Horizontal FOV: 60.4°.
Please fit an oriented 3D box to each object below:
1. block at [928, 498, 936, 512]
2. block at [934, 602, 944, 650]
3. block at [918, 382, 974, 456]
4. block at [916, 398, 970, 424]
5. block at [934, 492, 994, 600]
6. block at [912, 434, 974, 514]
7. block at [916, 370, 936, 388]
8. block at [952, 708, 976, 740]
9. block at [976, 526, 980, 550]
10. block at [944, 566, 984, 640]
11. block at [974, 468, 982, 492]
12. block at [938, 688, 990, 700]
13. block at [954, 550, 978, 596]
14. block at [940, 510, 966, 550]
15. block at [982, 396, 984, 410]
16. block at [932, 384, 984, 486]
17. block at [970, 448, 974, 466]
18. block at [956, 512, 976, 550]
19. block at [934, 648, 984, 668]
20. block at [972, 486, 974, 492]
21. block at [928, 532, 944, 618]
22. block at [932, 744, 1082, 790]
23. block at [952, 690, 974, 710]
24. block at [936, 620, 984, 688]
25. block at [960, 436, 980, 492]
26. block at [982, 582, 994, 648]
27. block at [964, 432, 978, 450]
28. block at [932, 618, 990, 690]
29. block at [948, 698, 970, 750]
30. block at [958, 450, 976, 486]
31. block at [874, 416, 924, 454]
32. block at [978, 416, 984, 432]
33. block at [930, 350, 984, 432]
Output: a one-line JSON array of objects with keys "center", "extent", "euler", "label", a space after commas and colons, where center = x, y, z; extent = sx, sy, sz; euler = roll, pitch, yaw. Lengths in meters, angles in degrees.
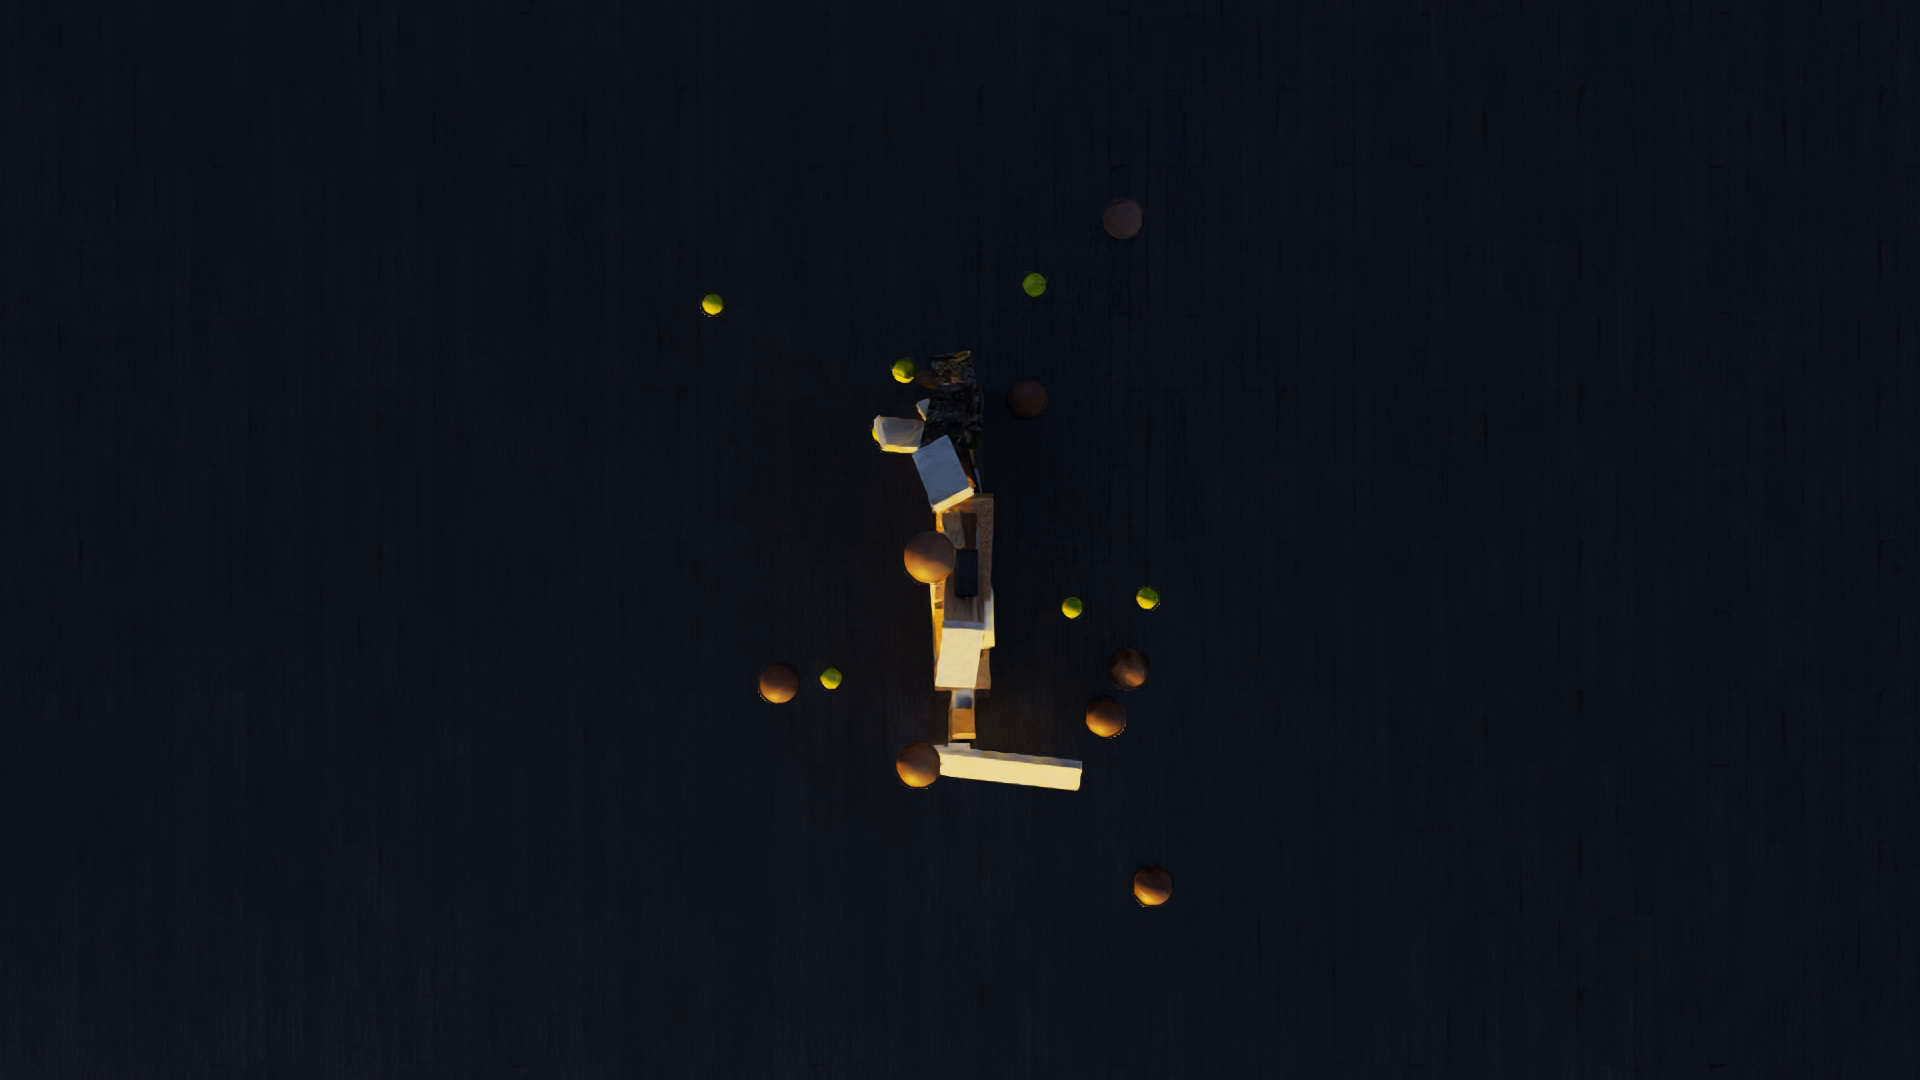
[{"center": [-0.023, -0.121, 4.768], "extent": [0.131, 0.263, 0.037], "euler": [-20, 91, -1], "label": "block"}, {"center": [-0.012, 0.259, 4.540], "extent": [0.107, 0.030, 0.214], "euler": [-3, 129, 0], "label": "block"}, {"center": [-0.036, -0.319, 4.395], "extent": [0.106, 0.279, 0.030], "euler": [-5, 131, 14], "label": "block"}, {"center": [-0.048, -0.351, 4.563], "extent": [0.102, 0.204, 0.029], "euler": [-20, 117, -6], "label": "block"}, {"center": [0.010, 0.018, 4.309], "extent": [0.146, 0.041, 0.292], "euler": [1, 113, -3], "label": "block"}, {"center": [-0.045, -0.168, 4.180], "extent": [0.106, 0.030, 0.212], "euler": [-27, 45, 5], "label": "block"}, {"center": [-0.036, -0.487, 5.104], "extent": [0.115, 0.785, 0.033], "euler": [-1, 93, 5], "label": "block"}, {"center": [0.011, 0.550, 4.937], "extent": [0.067, 0.135, 0.019], "euler": [-1, 117, -1], "label": "block"}, {"center": [0.018, 0.021, 4.249], "extent": [0.059, 0.017, 0.118], "euler": [3, 83, -5], "label": "block"}, {"center": [0.011, 0.159, 4.242], "extent": [0.102, 0.029, 0.204], "euler": [4, 51, -5], "label": "block"}, {"center": [0.005, -0.060, 4.618], "extent": [0.131, 0.037, 0.263], "euler": [-8, 90, -1], "label": "block"}, {"center": [0.006, 0.330, 5.029], "extent": [0.151, 0.043, 0.302], "euler": [-2, 90, 0], "label": "block"}, {"center": [0.016, 0.083, 4.224], "extent": [0.059, 0.017, 0.118], "euler": [0, 82, -5], "label": "block"}, {"center": [-0.017, -0.024, 4.225], "extent": [0.048, 0.014, 0.095], "euler": [-14, 80, 23], "label": "block"}, {"center": [-0.002, -0.421, 5.243], "extent": [0.149, 0.514, 0.042], "euler": [0, 91, 0], "label": "block"}, {"center": [-0.005, -0.314, 4.964], "extent": [0.149, 0.042, 0.299], "euler": [-1, 90, 0], "label": "block"}, {"center": [0.005, -0.238, 4.798], "extent": [0.068, 0.019, 0.135], "euler": [-1, 90, 0], "label": "block"}, {"center": [0.017, -0.024, 4.238], "extent": [0.048, 0.014, 0.095], "euler": [3, 84, -4], "label": "block"}, {"center": [-0.001, 0.317, 4.403], "extent": [0.102, 0.314, 0.029], "euler": [-8, 87, 5], "label": "block"}, {"center": [0.004, -0.146, 4.271], "extent": [0.048, 0.209, 0.014], "euler": [-34, 109, 5], "label": "block"}, {"center": [-0.009, 0.095, 4.489], "extent": [0.146, 0.313, 0.041], "euler": [-3, 48, 0], "label": "block"}, {"center": [0.140, 0.686, 4.970], "extent": [0.446, 0.107, 0.030], "euler": [6, 46, 3], "label": "block"}, {"center": [0.008, 0.509, 5.006], "extent": [0.068, 0.019, 0.135], "euler": [1, 107, -1], "label": "block"}, {"center": [-0.002, 0.291, 4.199], "extent": [0.102, 0.029, 0.204], "euler": [4, 130, -5], "label": "block"}, {"center": [-0.014, -0.193, 4.389], "extent": [0.096, 0.027, 0.192], "euler": [-15, 87, 2], "label": "block"}, {"center": [0.039, 0.210, 4.541], "extent": [0.107, 0.030, 0.214], "euler": [-2, 129, 0], "label": "block"}, {"center": [-0.012, -0.275, 4.630], "extent": [0.102, 0.312, 0.029], "euler": [-7, 90, 4], "label": "block"}, {"center": [0.002, 0.263, 4.642], "extent": [0.156, 0.044, 0.312], "euler": [-2, 90, 0], "label": "block"}, {"center": [-0.001, 0.567, 5.188], "extent": [0.067, 0.627, 0.019], "euler": [0, 98, 0], "label": "block"}, {"center": [-0.023, -0.164, 4.269], "extent": [0.106, 0.212, 0.030], "euler": [-26, 110, 6], "label": "block"}, {"center": [-0.146, -0.302, 4.782], "extent": [0.204, 0.029, 0.102], "euler": [3, 56, -36], "label": "block"}, {"center": [0.009, -0.339, 4.828], "extent": [0.115, 0.230, 0.033], "euler": [0, 91, 0], "label": "block"}, {"center": [-0.007, -0.417, 4.693], "extent": [0.115, 0.033, 0.230], "euler": [-10, 92, 0], "label": "block"}]
